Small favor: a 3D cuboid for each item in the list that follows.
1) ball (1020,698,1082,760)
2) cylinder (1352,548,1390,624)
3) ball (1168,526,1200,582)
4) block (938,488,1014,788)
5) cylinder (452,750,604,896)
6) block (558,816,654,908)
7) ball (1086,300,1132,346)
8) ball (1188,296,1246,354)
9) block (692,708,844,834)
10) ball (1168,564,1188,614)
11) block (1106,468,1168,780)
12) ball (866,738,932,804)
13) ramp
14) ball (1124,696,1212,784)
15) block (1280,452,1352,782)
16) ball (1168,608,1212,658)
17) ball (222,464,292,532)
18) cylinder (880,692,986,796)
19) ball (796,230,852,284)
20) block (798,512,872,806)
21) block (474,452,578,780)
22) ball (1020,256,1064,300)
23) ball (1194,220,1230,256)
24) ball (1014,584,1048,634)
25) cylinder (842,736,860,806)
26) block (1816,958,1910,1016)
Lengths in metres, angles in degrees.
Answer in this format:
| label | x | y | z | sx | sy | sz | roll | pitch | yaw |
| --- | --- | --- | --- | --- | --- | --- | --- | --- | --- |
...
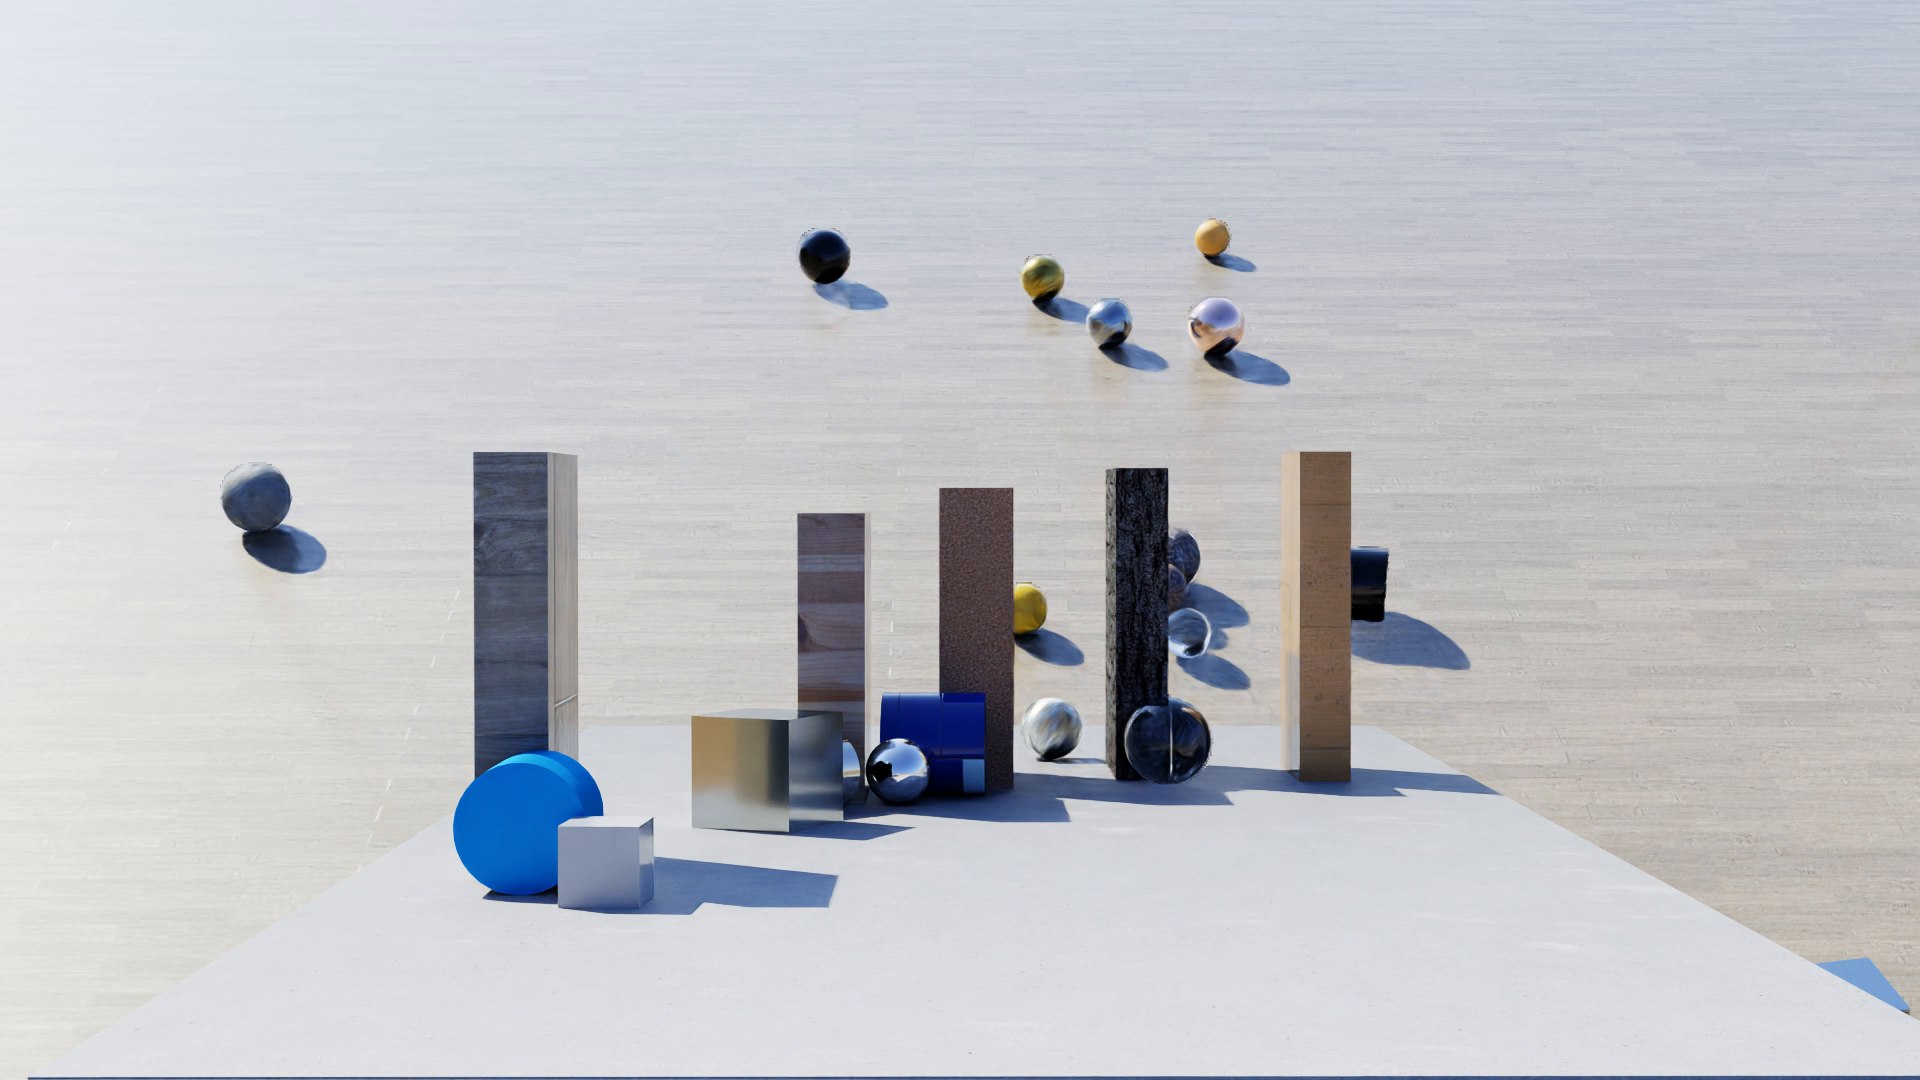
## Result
| label | x | y | z | sx | sy | sz | roll | pitch | yaw |
| --- | --- | --- | --- | --- | --- | --- | --- | --- | --- |
| ball | 0.203 | 0.419 | 5.743 | 0.138 | 0.138 | 0.138 | 0 | 27 | 0 |
| cylinder | 1.090 | 0.122 | 7.247 | 0.204 | 0.204 | 0.204 | 10 | 29 | 9 |
| ball | 0.600 | 0.050 | 7.412 | 0.180 | 0.180 | 0.180 | 0 | 27 | 0 |
| block | 0.033 | 0.194 | 5.315 | 0.149 | 0.602 | 0.319 | 0 | 1 | 0 |
| cylinder | -0.644 | 0.421 | 3.870 | 0.195 | 0.195 | 0.195 | 0 | 1 | 0 |
| block | -0.508 | 0.463 | 3.713 | 0.116 | 0.116 | 0.116 | 0 | 1 | 3 |
| ball | 0.519 | -0.755 | 8.987 | 0.164 | 0.164 | 0.164 | 0 | 27 | 0 |
| ball | 0.885 | -0.739 | 8.919 | 0.199 | 0.199 | 0.199 | 0 | 27 | 0 |
| block | -0.342 | 0.408 | 4.599 | 0.197 | 0.197 | 0.197 | 0 | 1 | 26 |
| ball | 0.566 | 0.138 | 7.275 | 0.152 | 0.152 | 0.152 | 0 | 27 | 0 |
| block | 0.375 | 0.170 | 5.504 | 0.108 | 0.643 | 0.372 | 0 | 1 | 0 |
| ball | -0.116 | 0.438 | 4.903 | 0.126 | 0.126 | 0.126 | 0 | 27 | 0 |
| ramp | 0.062 | 0.556 | 4.594 | 2.000 | 0.100 | 4.000 | 0 | 1 | 0 |
| ball | 0.420 | 0.407 | 5.232 | 0.178 | 0.178 | 0.178 | 0 | 27 | 0 |
| block | 0.747 | 0.155 | 5.434 | 0.105 | 0.676 | 0.301 | 0 | 1 | 0 |
| ball | 0.620 | 0.254 | 7.064 | 0.137 | 0.137 | 0.137 | 0 | 27 | 0 |
| ball | -2.105 | -0.125 | 7.726 | 0.203 | 0.203 | 0.203 | 0 | 27 | 0 |
| cylinder | -0.050 | 0.399 | 5.059 | 0.201 | 0.201 | 0.201 | 0 | 27 | 2 |
| ball | -0.501 | -1.044 | 9.508 | 0.200 | 0.200 | 0.200 | 0 | 27 | 0 |
| block | -0.243 | 0.223 | 5.053 | 0.127 | 0.553 | 0.351 | 0 | 1 | 0 |
| block | -0.689 | 0.188 | 4.121 | 0.114 | 0.652 | 0.314 | 0 | 1 | 0 |
| ball | 0.299 | -0.949 | 9.364 | 0.163 | 0.163 | 0.163 | 0 | 27 | 0 |
| ball | 0.955 | -1.142 | 9.772 | 0.131 | 0.131 | 0.131 | 0 | 27 | 0 |
| ball | 0.175 | 0.192 | 7.182 | 0.140 | 0.140 | 0.140 | 0 | 27 | 0 |
| cylinder | -0.285 | 0.433 | 4.781 | 0.141 | 0.141 | 0.141 | -1 | 21 | -45 |
| block | 1.886 | 1.029 | 5.515 | 0.182 | 0.182 | 0.182 | -5 | 28 | -9 |
